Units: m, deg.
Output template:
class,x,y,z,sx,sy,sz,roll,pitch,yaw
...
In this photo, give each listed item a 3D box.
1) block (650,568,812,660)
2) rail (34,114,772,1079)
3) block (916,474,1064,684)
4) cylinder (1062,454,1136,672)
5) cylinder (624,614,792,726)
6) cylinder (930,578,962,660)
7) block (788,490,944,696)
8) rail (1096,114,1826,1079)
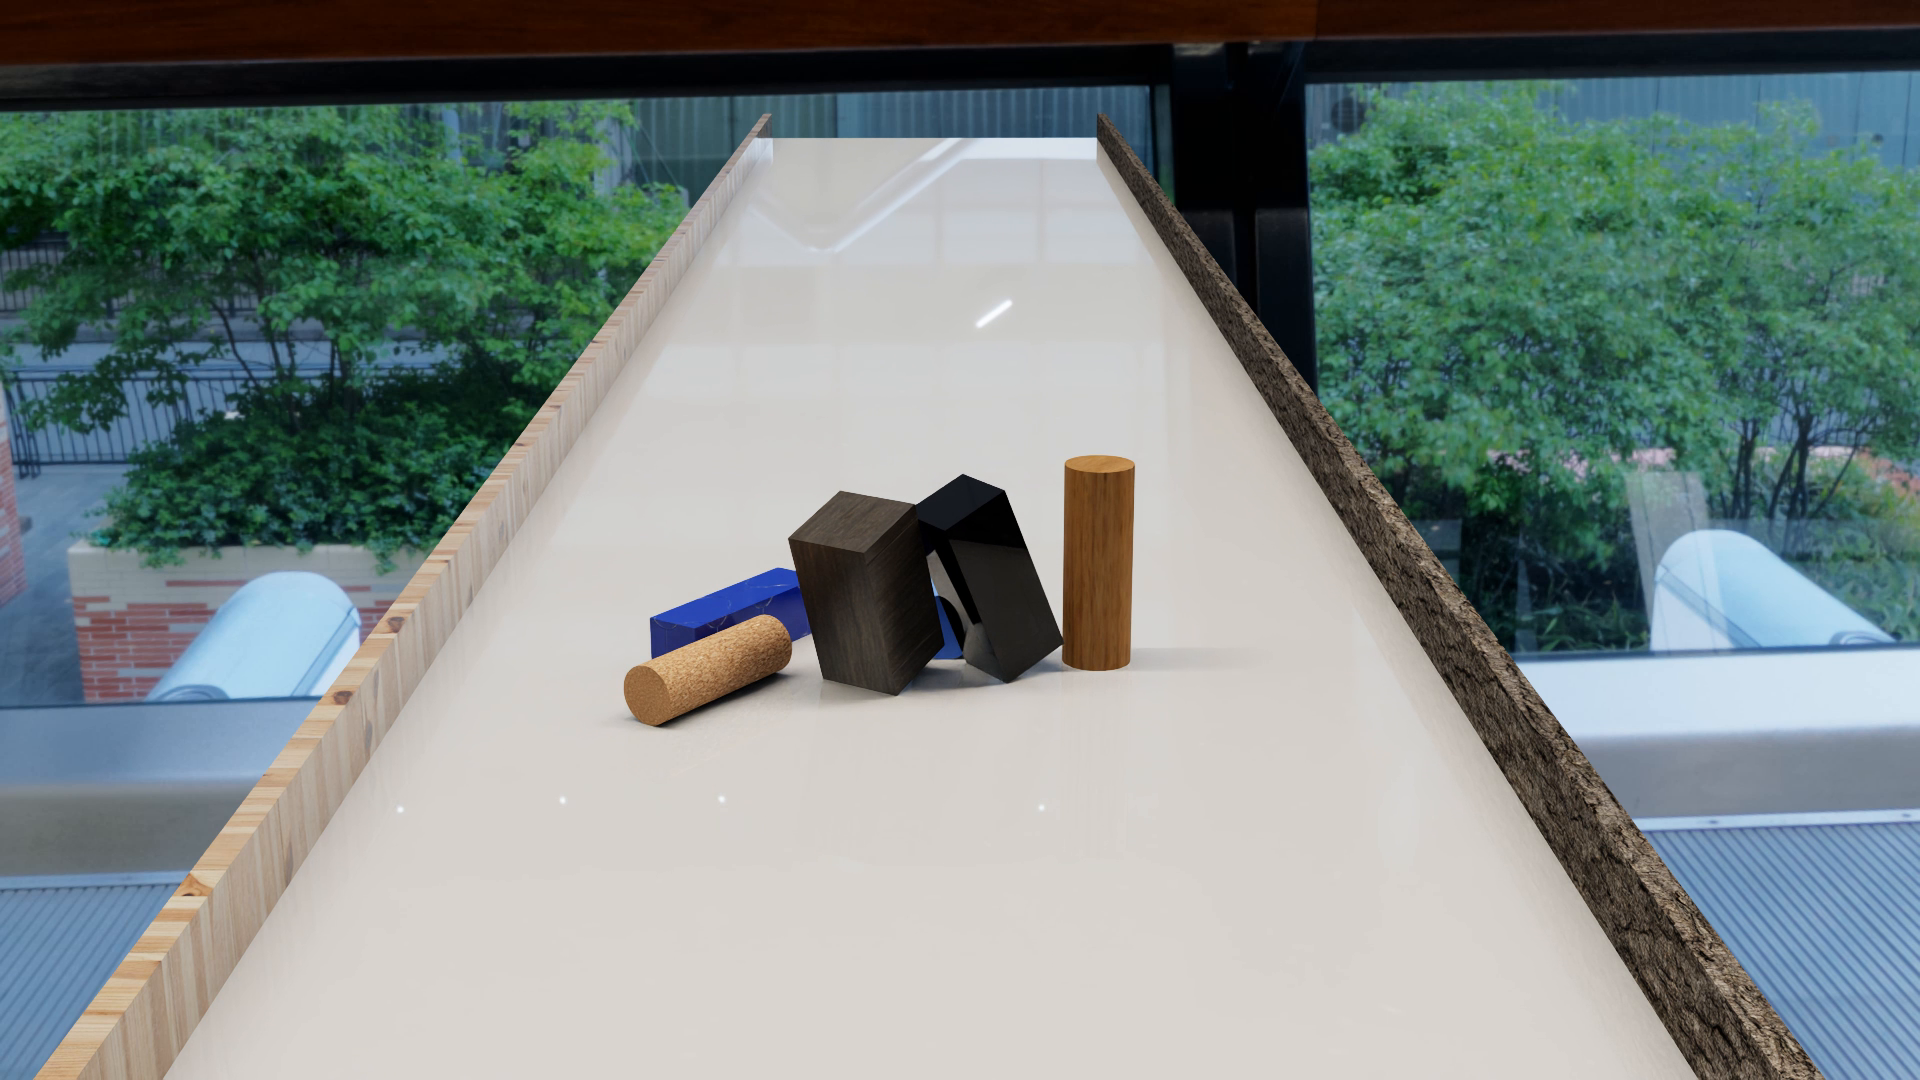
class,x,y,z,sx,sy,sz,roll,pitch,yaw
block,-0.448,0.169,4.456,0.115,0.115,0.403,11,20,32
rail,-1.118,-0.838,7.780,0.050,0.150,12.000,0,17,-1
block,0.049,0.076,4.285,0.147,0.364,0.147,-34,30,-21
cylinder,0.274,0.045,4.362,0.138,0.406,0.138,0,17,0
cylinder,-0.477,0.245,4.199,0.116,0.116,0.357,11,20,33
cylinder,-0.028,0.131,4.546,0.137,0.137,0.307,0,17,1
block,-0.177,0.102,4.240,0.176,0.329,0.176,11,38,32
rail,0.932,-0.844,7.801,0.050,0.150,12.000,0,17,-1
